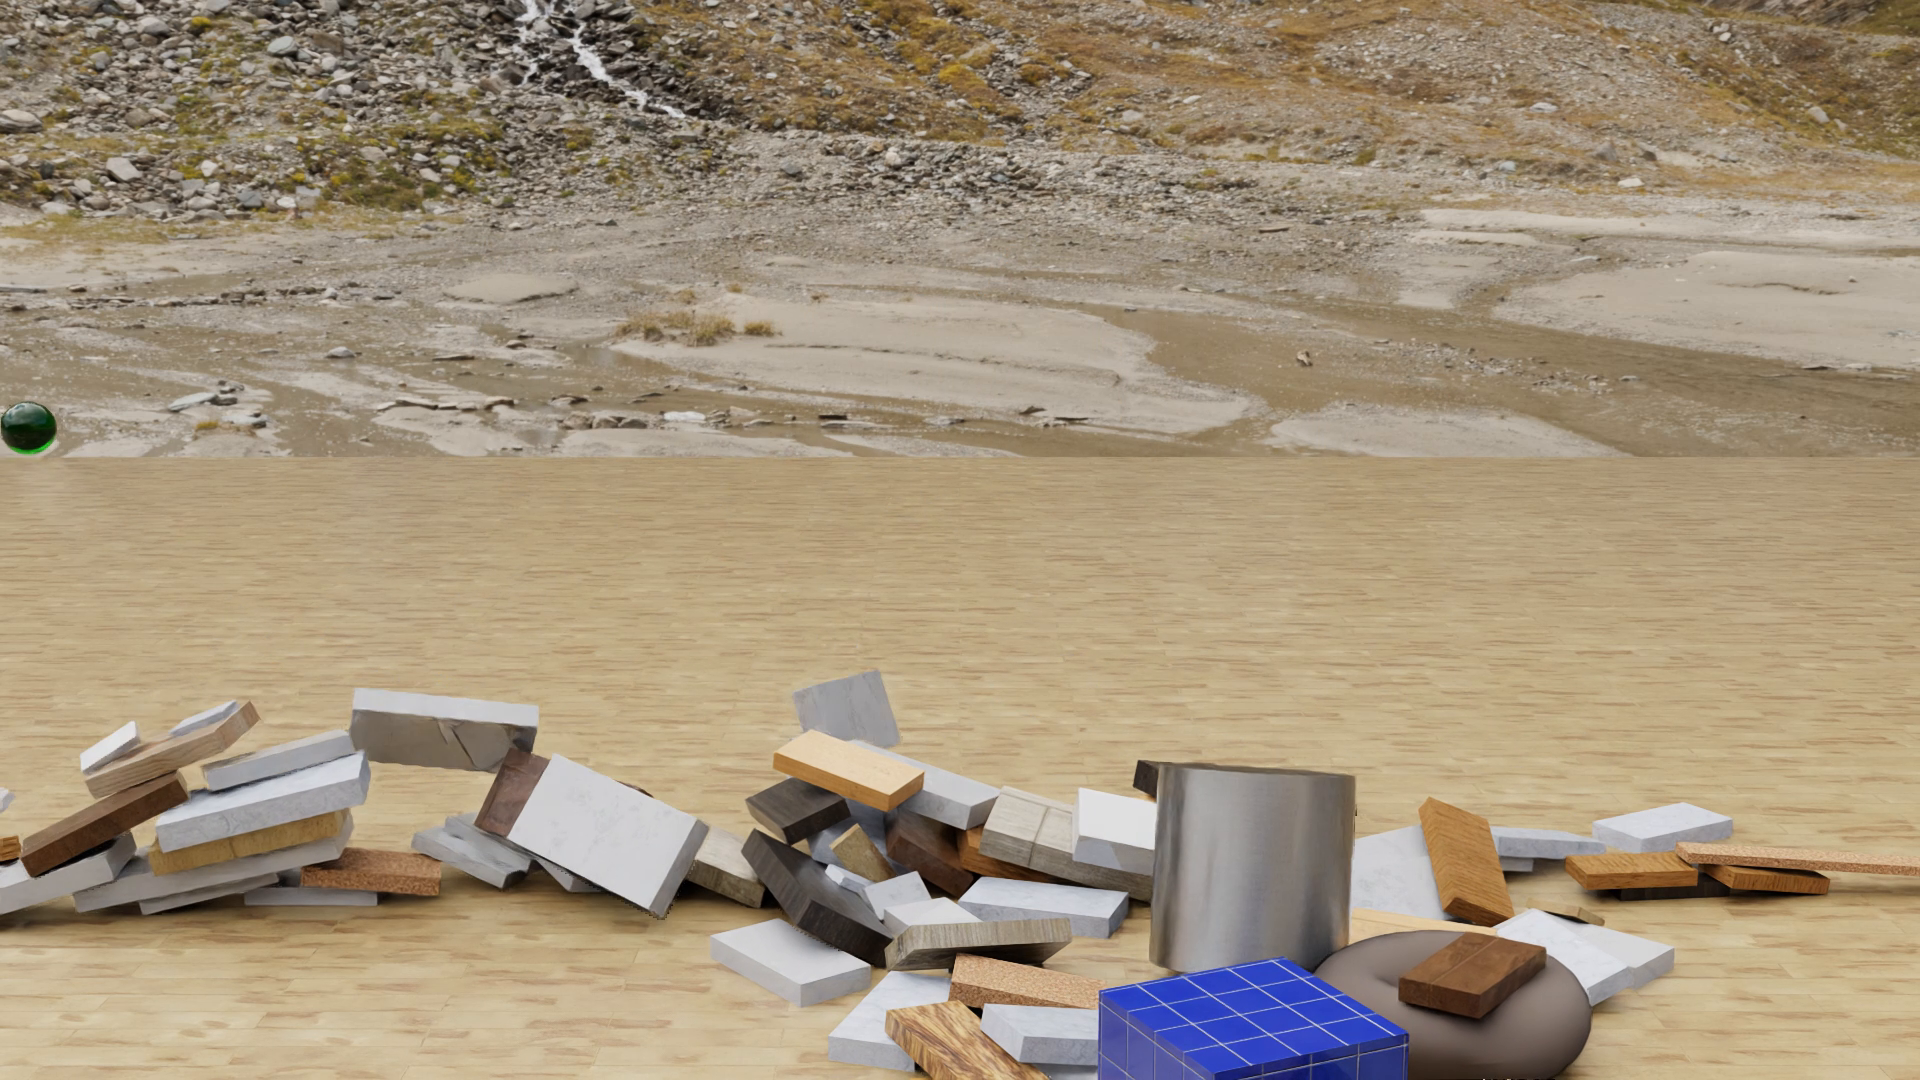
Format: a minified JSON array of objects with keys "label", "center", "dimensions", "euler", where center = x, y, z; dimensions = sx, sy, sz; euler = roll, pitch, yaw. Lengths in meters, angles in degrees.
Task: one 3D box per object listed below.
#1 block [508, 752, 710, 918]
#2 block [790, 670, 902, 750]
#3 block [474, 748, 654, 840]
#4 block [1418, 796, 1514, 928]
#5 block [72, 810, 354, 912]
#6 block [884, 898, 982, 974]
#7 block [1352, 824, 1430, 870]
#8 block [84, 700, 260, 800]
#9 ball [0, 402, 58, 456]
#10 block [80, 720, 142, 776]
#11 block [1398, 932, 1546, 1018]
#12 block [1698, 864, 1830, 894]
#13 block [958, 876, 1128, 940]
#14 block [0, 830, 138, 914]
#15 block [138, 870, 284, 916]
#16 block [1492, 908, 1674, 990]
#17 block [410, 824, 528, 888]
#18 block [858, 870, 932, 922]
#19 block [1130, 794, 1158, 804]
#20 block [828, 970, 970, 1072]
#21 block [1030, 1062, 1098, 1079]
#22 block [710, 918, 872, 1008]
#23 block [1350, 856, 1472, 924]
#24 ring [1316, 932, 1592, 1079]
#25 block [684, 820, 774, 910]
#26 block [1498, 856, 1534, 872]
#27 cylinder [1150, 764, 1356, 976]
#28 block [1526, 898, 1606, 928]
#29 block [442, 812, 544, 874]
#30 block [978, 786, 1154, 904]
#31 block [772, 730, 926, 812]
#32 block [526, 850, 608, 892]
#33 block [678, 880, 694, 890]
[{"label":"block","center":[-0.571,0.475,3.562],"dimensions":[0.320,0.160,0.045],"euler":[19,-16,32]},{"label":"block","center":[-0.212,0.339,4.156],"dimensions":[0.043,0.153,0.305],"euler":[-19,-5,22]},{"label":"block","center":[-0.664,0.452,3.672],"dimensions":[0.290,0.145,0.041],"euler":[12,-20,30]},{"label":"block","center":[0.819,0.524,3.557],"dimensions":[0.116,0.033,0.231],"euler":[22,33,-15]},{"label":"block","center":[-1.219,0.521,3.606],"dimensions":[0.422,0.042,0.148],"euler":[-12,13,-3]},{"label":"block","center":[-0.021,0.616,3.441],"dimensions":[0.112,0.032,0.223],"euler":[-6,12,-27]},{"label":"block","center":[0.712,0.539,3.599],"dimensions":[0.242,0.034,0.121],"euler":[-9,54,-20]},{"label":"block","center":[-1.307,0.348,3.652],"dimensions":[0.262,0.037,0.131],"euler":[-20,15,16]},{"label":"ball","center":[-3.773,-0.452,8.906],"dimensions":[0.217,0.217,0.217],"euler":[0,11,0]},{"label":"block","center":[-1.419,0.348,3.672],"dimensions":[0.104,0.015,0.052],"euler":[-34,35,-5]},{"label":"block","center":[0.686,0.578,2.934],"dimensions":[0.112,0.032,0.224],"euler":[6,11,36]},{"label":"block","center":[1.344,0.558,3.679],"dimensions":[0.189,0.027,0.095],"euler":[6,10,-18]},{"label":"block","center":[0.135,0.593,3.555],"dimensions":[0.250,0.035,0.125],"euler":[4,11,18]},{"label":"block","center":[-1.497,0.548,3.549],"dimensions":[0.295,0.042,0.148],"euler":[-17,13,-3]},{"label":"block","center":[-1.230,0.559,3.622],"dimensions":[0.219,0.031,0.109],"euler":[-13,12,-8]},{"label":"block","center":[0.956,0.626,3.379],"dimensions":[0.242,0.034,0.121],"euler":[10,15,44]},{"label":"block","center":[-0.827,0.534,3.717],"dimensions":[0.179,0.025,0.090],"euler":[21,7,13]},{"label":"block","center":[-0.104,0.580,3.570],"dimensions":[0.118,0.059,0.017],"euler":[-10,-27,-43]},{"label":"block","center":[0.283,0.510,3.868],"dimensions":[0.287,0.041,0.144],"euler":[-3,22,-36]},{"label":"block","center":[-0.081,0.677,3.105],"dimensions":[0.125,0.035,0.250],"euler":[3,11,18]},{"label":"block","center":[0.158,0.713,2.924],"dimensions":[0.109,0.031,0.219],"euler":[-6,12,-29]},{"label":"block","center":[-0.258,0.636,3.322],"dimensions":[0.125,0.035,0.250],"euler":[-8,13,-37]},{"label":"block","center":[0.687,0.574,3.489],"dimensions":[0.242,0.034,0.121],"euler":[-5,46,-27]},{"label":"ring","center":[0.668,0.645,3.023],"dimensions":[0.386,0.129,0.386],"euler":[-2,9,0]},{"label":"block","center":[-0.434,0.524,3.689],"dimensions":[0.290,0.041,0.145],"euler":[20,16,13]},{"label":"block","center":[0.873,0.540,3.745],"dimensions":[0.187,0.027,0.094],"euler":[7,0,-27]},{"label":"cylinder","center":[0.433,0.486,3.258],"dimensions":[0.291,0.291,0.291],"euler":[3,-4,0]},{"label":"block","center":[0.959,0.592,3.486],"dimensions":[0.058,0.016,0.116],"euler":[28,-13,-25]},{"label":"block","center":[-0.786,0.516,3.764],"dimensions":[0.179,0.025,0.090],"euler":[22,8,20]},{"label":"block","center":[0.215,0.513,3.681],"dimensions":[0.340,0.048,0.170],"euler":[15,21,7]},{"label":"block","center":[-0.190,0.392,3.752],"dimensions":[0.232,0.033,0.116],"euler":[17,23,26]},{"label":"block","center":[-0.659,0.540,3.704],"dimensions":[0.090,0.025,0.179],"euler":[9,14,-42]},{"label":"block","center":[-0.582,0.515,3.737],"dimensions":[0.290,0.041,0.145],"euler":[23,17,28]}]
